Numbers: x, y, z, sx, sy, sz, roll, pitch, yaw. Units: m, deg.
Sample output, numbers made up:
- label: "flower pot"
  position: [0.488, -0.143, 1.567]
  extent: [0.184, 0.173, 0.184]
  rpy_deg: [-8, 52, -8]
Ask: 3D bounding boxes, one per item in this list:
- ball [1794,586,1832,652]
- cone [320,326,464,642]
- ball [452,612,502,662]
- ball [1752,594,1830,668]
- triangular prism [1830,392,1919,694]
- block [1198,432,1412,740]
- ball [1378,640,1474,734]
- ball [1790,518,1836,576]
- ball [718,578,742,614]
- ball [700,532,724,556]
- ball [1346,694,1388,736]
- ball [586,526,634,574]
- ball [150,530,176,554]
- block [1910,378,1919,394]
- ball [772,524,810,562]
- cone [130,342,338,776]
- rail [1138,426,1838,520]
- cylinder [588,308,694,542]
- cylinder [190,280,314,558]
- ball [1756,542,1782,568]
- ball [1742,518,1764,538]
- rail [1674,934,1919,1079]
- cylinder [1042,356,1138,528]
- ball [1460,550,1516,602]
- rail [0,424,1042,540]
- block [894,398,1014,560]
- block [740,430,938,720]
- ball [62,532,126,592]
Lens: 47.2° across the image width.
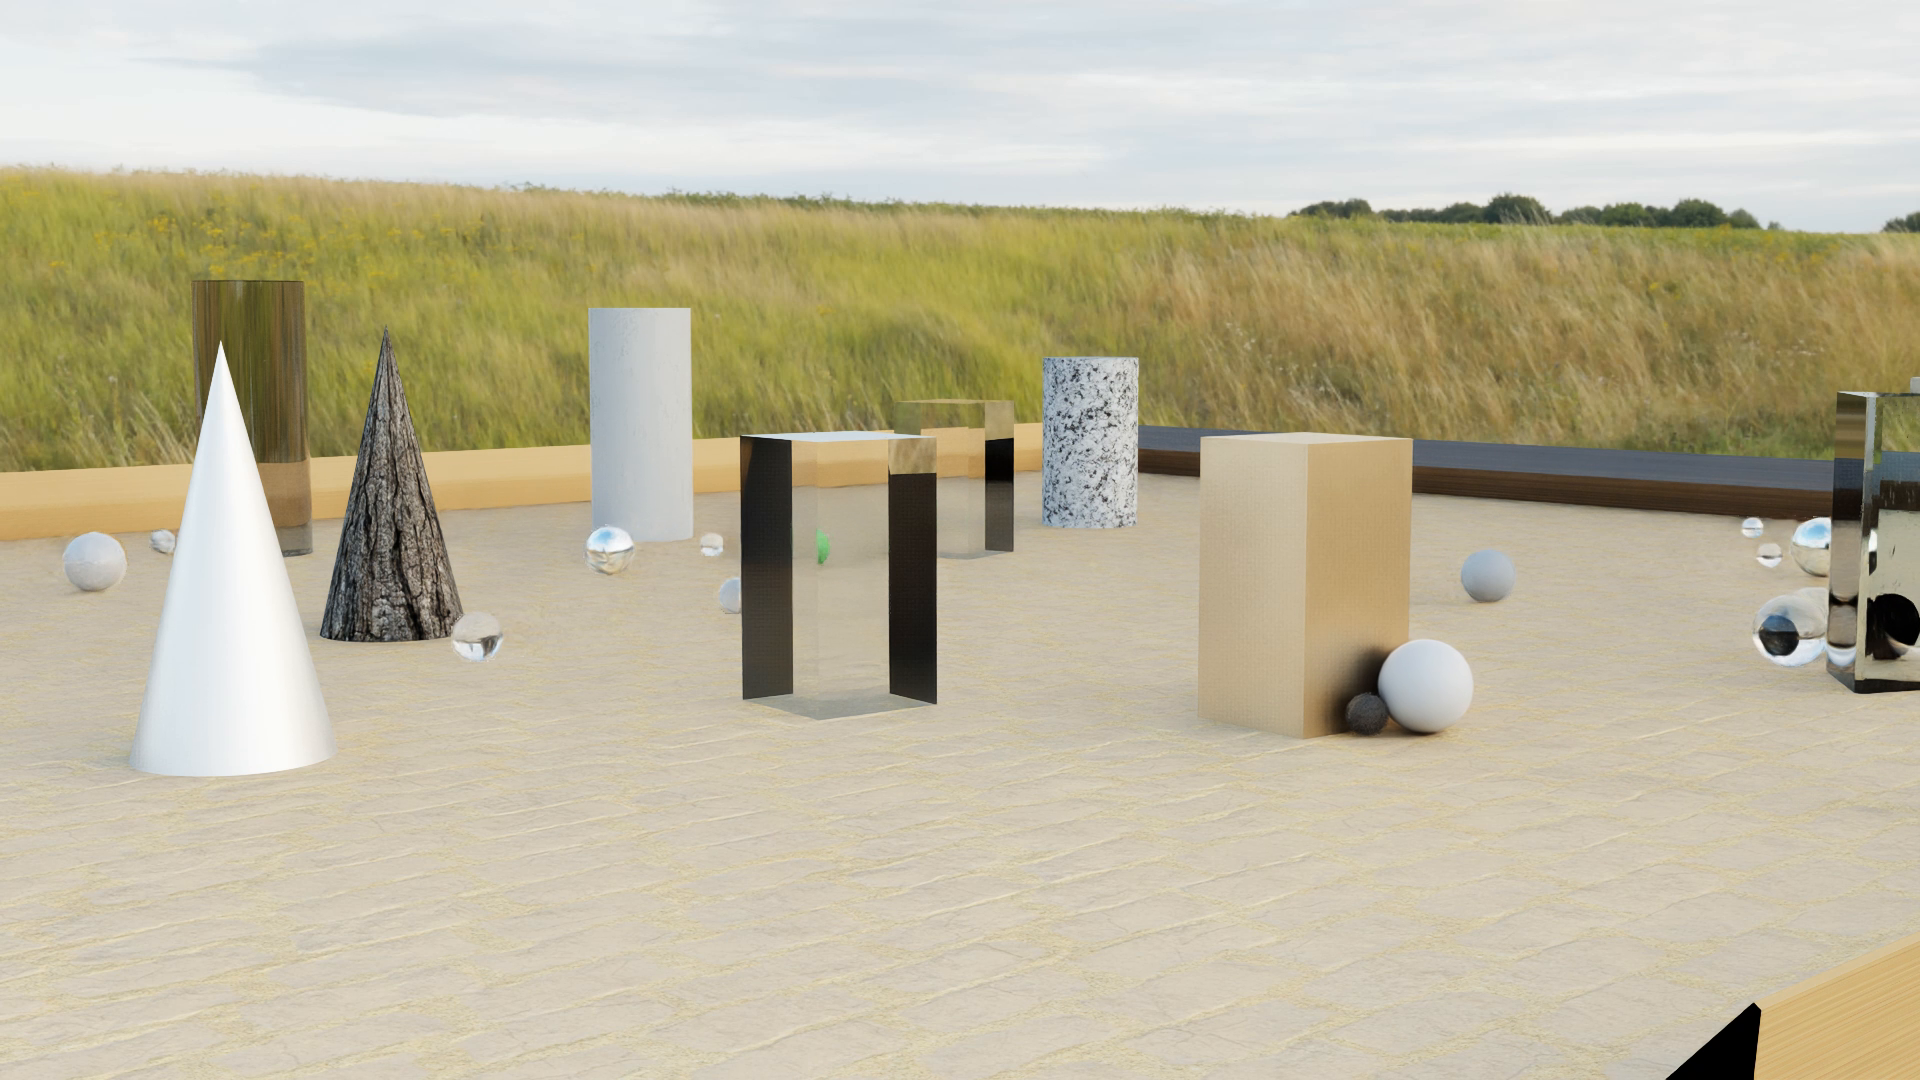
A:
- label: "ball"
  position: [1.119, 0.104, 2.878]
  extent: [0.086, 0.086, 0.086]
  rpy_deg: [0, 6, 0]
- label: "cone"
  position: [-0.788, -0.085, 3.043]
  extent: [0.200, 0.428, 0.200]
  rpy_deg: [0, 6, 0]
- label: "ball"
  position: [-0.615, 0.123, 2.805]
  extent: [0.063, 0.063, 0.063]
  rpy_deg: [0, 6, 0]
- label: "ball"
  position: [1.042, 0.114, 2.760]
  extent: [0.091, 0.091, 0.091]
  rpy_deg: [0, 6, 0]
- label: "triangular prism"
  position: [1.106, -0.003, 2.649]
  extent: [0.173, 0.346, 0.150]
  rpy_deg: [-2, 6, -19]
- label: "block"
  position: [0.373, 0.043, 2.389]
  extent: [0.160, 0.308, 0.160]
  rpy_deg: [-4, 7, -37]
- label: "ball"
  position: [0.492, 0.155, 2.326]
  extent: [0.099, 0.099, 0.099]
  rpy_deg: [0, 6, 0]
- label: "ball"
  position: [1.449, 0.012, 3.696]
  extent: [0.100, 0.100, 0.100]
  rpy_deg: [0, 6, 0]
- label: "ball"
  position: [-0.330, 0.083, 3.247]
  extent: [0.053, 0.053, 0.053]
  rpy_deg: [0, 6, 0]
- label: "ball"
  position: [-0.451, 0.009, 4.001]
  extent: [0.043, 0.043, 0.043]
  rpy_deg: [0, 6, 0]
- label: "ball"
  position: [0.428, 0.184, 2.316]
  extent: [0.044, 0.044, 0.044]
  rpy_deg: [0, 6, 0]
- label: "ball"
  position: [-0.593, 0.018, 3.724]
  extent: [0.083, 0.083, 0.083]
  rpy_deg: [0, 6, 0]
- label: "ball"
  position: [-1.471, 0.003, 4.060]
  extent: [0.042, 0.042, 0.042]
  rpy_deg: [0, 6, 0]
- label: "block"
  position: [1.448, -0.051, 3.089]
  extent: [0.160, 0.351, 0.160]
  rpy_deg: [-4, 7, -34]
- label: "ball"
  position: [-0.301, 0.007, 3.902]
  extent: [0.068, 0.068, 0.068]
  rpy_deg: [0, 6, 0]
- label: "cone"
  position: [-0.729, 0.010, 2.190]
  extent: [0.200, 0.415, 0.200]
  rpy_deg: [0, 6, 0]
- label: "rail"
  position: [1.630, -0.122, 4.827]
  extent: [0.045, 0.130, 3.931]
  rpy_deg: [-5, 8, -42]
- label: "cylinder"
  position: [-0.627, -0.230, 4.329]
  extent: [0.200, 0.450, 0.200]
  rpy_deg: [0, 6, 0]
- label: "cylinder"
  position: [-1.297, -0.223, 4.032]
  extent: [0.200, 0.499, 0.200]
  rpy_deg: [0, 6, 0]
- label: "ball"
  position: [1.414, 0.026, 3.839]
  extent: [0.042, 0.042, 0.042]
  rpy_deg: [0, 6, 0]
- label: "ball"
  position: [1.559, -0.023, 4.325]
  extent: [0.040, 0.040, 0.040]
  rpy_deg: [0, 6, 0]
- label: "rail"
  position: [1.317, 0.181, 1.912]
  extent: [4.482, 0.130, 0.045]
  rpy_deg: [-5, 8, -42]
- label: "cylinder"
  position: [0.273, -0.207, 4.606]
  extent: [0.200, 0.348, 0.200]
  rpy_deg: [0, 6, 0]
- label: "ball"
  position: [0.809, 0.055, 3.372]
  extent: [0.081, 0.081, 0.081]
  rpy_deg: [0, 6, 0]
- label: "rail"
  position: [-1.317, -0.114, 4.751]
  extent: [4.482, 0.130, 0.045]
  rpy_deg: [-5, 8, -42]
- label: "block"
  position: [-0.010, -0.115, 4.041]
  extent: [0.160, 0.280, 0.160]
  rpy_deg: [4, 7, 32]
- label: "block"
  position: [-0.138, 0.034, 2.496]
  extent: [0.160, 0.304, 0.160]
  rpy_deg: [-4, 7, -37]
- label: "ball"
  position: [-1.379, 0.035, 3.504]
  extent: [0.095, 0.095, 0.095]
  rpy_deg: [0, 6, 0]
